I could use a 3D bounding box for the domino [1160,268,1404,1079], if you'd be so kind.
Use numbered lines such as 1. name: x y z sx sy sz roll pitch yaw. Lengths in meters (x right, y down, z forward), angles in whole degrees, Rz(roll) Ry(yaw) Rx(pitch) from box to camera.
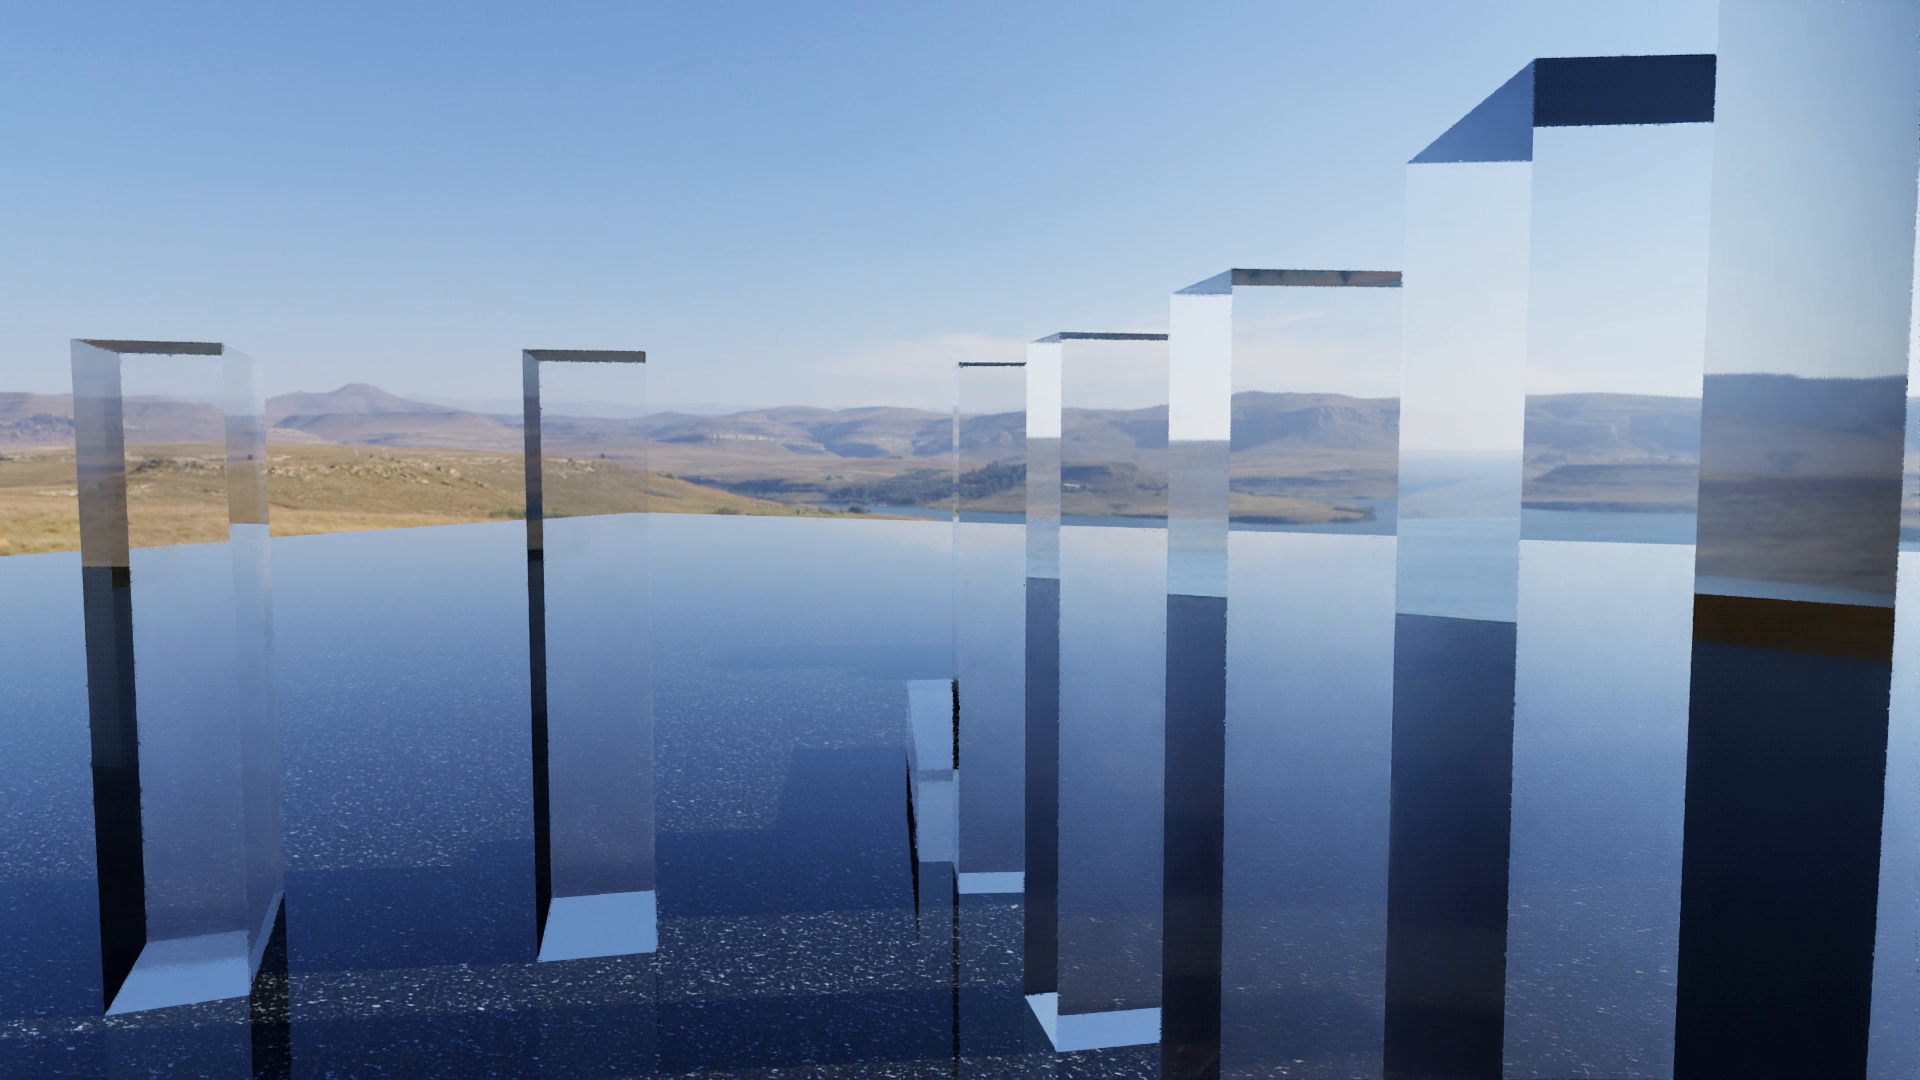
1. domino: 0.024 0.013 0.063 0.025 0.050 0.010 -1 4 -7

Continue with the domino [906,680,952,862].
1. domino: 0.007 0.026 0.156 0.025 0.010 0.050 0 4 -4

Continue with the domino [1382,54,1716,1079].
1. domino: 0.024 0.015 0.031 0.025 0.050 0.010 0 4 5

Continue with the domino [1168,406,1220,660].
1. domino: 0.048 -0.002 0.264 0.010 0.050 0.025 1 4 11

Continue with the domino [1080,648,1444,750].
1. domino: 0.044 0.023 0.194 0.050 0.010 0.025 0 4 6

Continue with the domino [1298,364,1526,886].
1. domino: 0.046 0.007 0.135 0.010 0.050 0.025 -1 4 -13

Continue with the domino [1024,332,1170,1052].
1. domino: 0.018 0.010 0.095 0.025 0.050 0.010 -1 4 -11

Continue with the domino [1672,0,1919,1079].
1. domino: 0.014 0.018 0.000 0.025 0.050 0.010 4 6 40

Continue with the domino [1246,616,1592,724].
1. domino: 0.078 0.021 0.221 0.050 0.009 0.025 4 6 42

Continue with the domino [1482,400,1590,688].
1. domino: 0.106 0.000 0.235 0.010 0.050 0.025 4 6 41

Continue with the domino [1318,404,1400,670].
1. domino: 0.079 -0.001 0.254 0.009 0.050 0.025 2 5 28

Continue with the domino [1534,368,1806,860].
1. domino: 0.078 0.007 0.143 0.010 0.050 0.025 -1 5 -18

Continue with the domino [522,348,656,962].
1. domino: -0.033 0.009 0.117 0.010 0.050 0.025 -1 4 -13

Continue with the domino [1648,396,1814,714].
1. domino: 0.126 0.002 0.210 0.025 0.050 0.010 -2 5 -26

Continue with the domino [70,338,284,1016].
1. domino: -0.064 0.010 0.107 0.009 0.050 0.025 -2 5 -22

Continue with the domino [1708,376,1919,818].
1. domino: 0.108 0.006 0.156 0.010 0.050 0.025 -3 5 -30

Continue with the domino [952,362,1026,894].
1. domino: 0.012 0.008 0.125 0.025 0.050 0.010 0 4 -4

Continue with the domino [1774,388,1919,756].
1. domino: 0.130 0.004 0.179 0.025 0.050 0.010 2 5 20
